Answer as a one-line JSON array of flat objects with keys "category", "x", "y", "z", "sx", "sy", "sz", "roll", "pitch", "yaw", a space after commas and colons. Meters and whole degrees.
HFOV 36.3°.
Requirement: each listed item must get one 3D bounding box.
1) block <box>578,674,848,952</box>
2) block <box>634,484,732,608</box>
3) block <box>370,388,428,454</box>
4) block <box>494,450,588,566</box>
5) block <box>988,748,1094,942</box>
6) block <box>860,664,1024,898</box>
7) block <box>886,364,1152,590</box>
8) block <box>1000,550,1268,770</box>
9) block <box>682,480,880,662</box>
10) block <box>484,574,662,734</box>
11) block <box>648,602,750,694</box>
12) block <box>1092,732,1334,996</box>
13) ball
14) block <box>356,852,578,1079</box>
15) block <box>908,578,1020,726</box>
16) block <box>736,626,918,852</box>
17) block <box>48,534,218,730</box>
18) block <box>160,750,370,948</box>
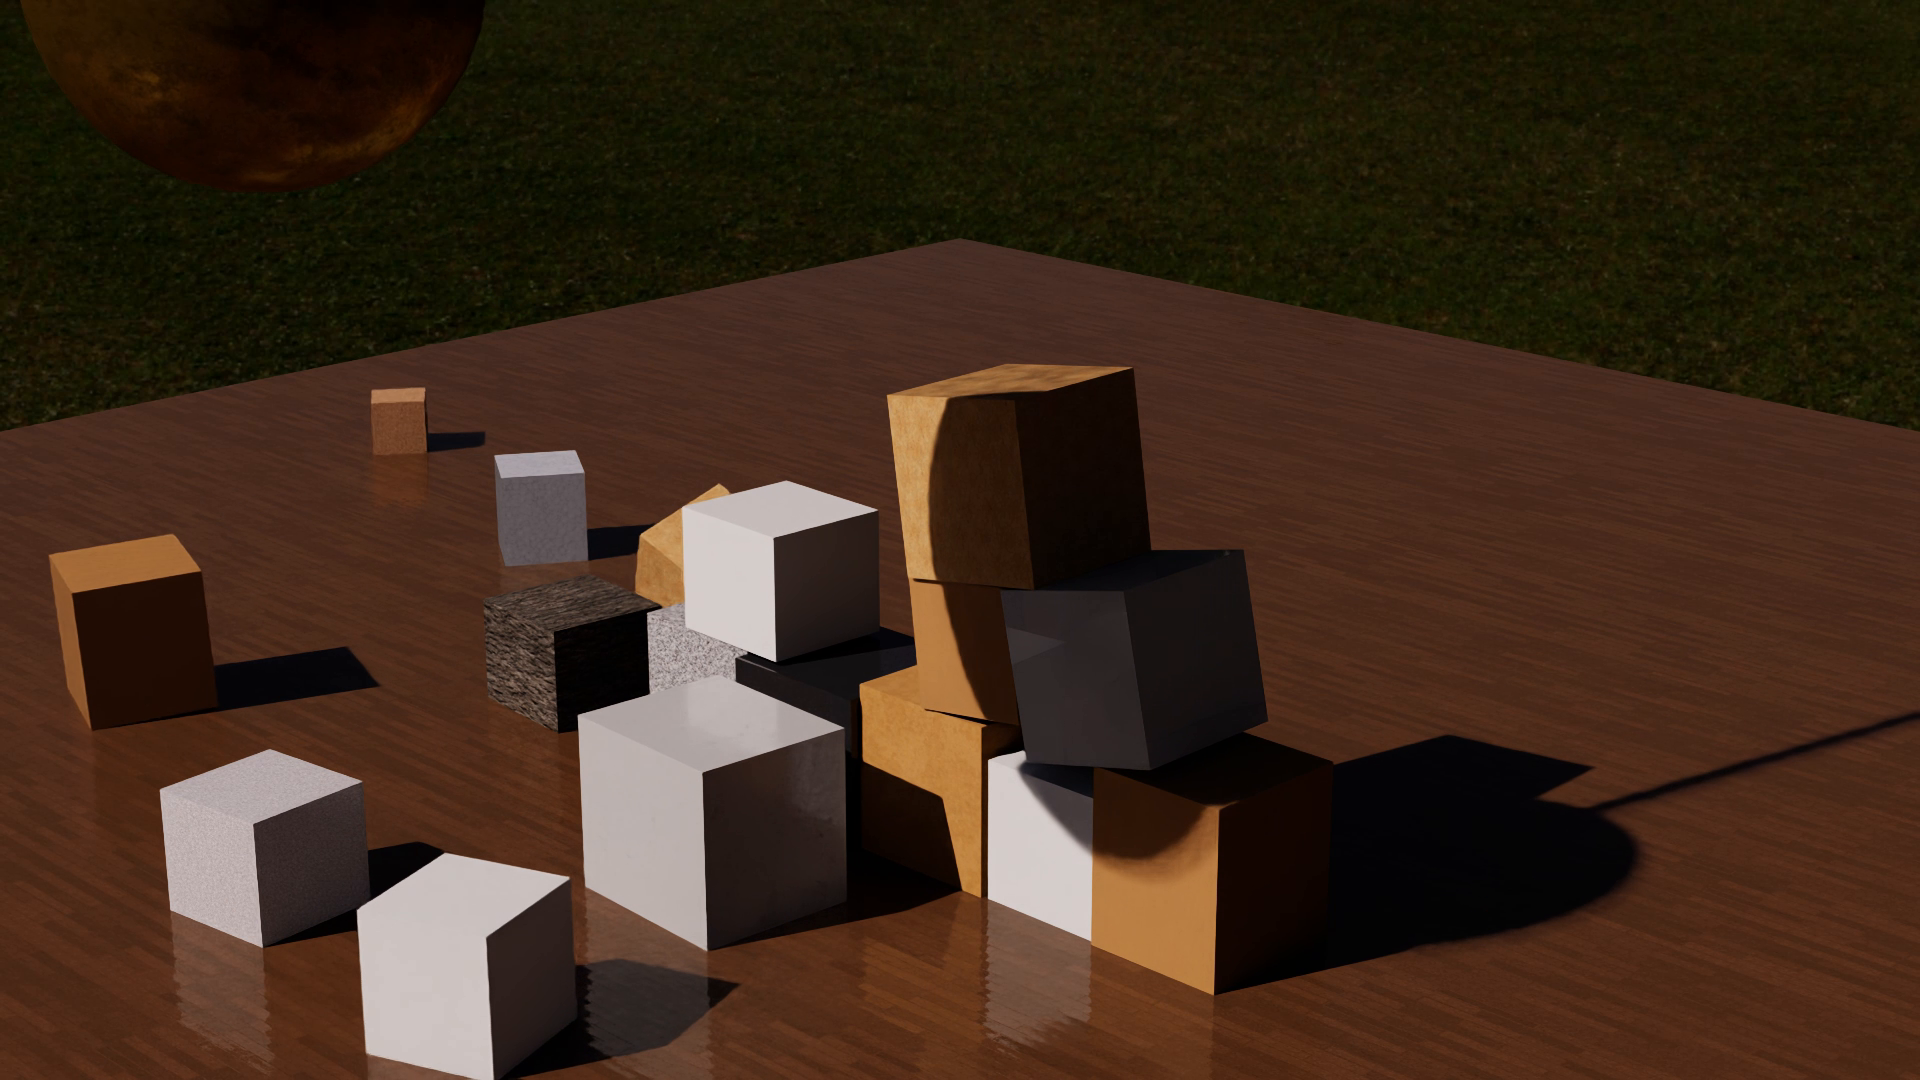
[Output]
[{"category": "block", "x": -1.107, "y": 1.202, "z": 13.134, "sx": 0.786, "sy": 0.831, "sz": 0.919, "roll": -15, "pitch": 23, "yaw": -40}, {"category": "block", "x": -1.285, "y": 0.259, "z": 15.798, "sx": 0.712, "sy": 0.662, "sz": 0.591, "roll": 37, "pitch": 51, "yaw": 23}, {"category": "block", "x": -3.893, "y": -0.826, "z": 20.361, "sx": 0.363, "sy": 0.368, "sz": 0.379, "roll": -3, "pitch": 18, "yaw": -9}, {"category": "block", "x": -2.579, "y": -0.200, "z": 18.046, "sx": 0.502, "sy": 0.560, "sz": 0.517, "roll": -4, "pitch": 18, "yaw": -13}, {"category": "block", "x": 0.610, "y": 1.286, "z": 13.134, "sx": 0.728, "sy": 0.670, "sz": 0.643, "roll": -17, "pitch": 24, "yaw": -42}, {"category": "block", "x": 0.065, "y": 1.064, "z": 13.593, "sx": 0.700, "sy": 0.820, "sz": 0.789, "roll": -17, "pitch": 24, "yaw": -42}, {"category": "block", "x": 0.265, "y": -0.296, "z": 12.952, "sx": 0.766, "sy": 0.824, "sz": 0.775, "roll": 5, "pitch": 16, "yaw": 44}, {"category": "block", "x": 0.759, "y": 0.504, "z": 12.720, "sx": 0.709, "sy": 0.768, "sz": 0.805, "roll": -1, "pitch": 12, "yaw": 45}, {"category": "block", "x": -0.869, "y": 0.142, "z": 14.270, "sx": 0.657, "sy": 0.618, "sz": 0.695, "roll": -16, "pitch": 23, "yaw": -41}, {"category": "block", "x": -2.043, "y": 0.592, "z": 15.532, "sx": 0.667, "sy": 0.557, "sz": 0.691, "roll": -14, "pitch": 22, "yaw": -38}, {"category": "block", "x": -1.044, "y": 0.741, "z": 14.690, "sx": 0.693, "sy": 0.777, "sz": 0.761, "roll": -17, "pitch": 24, "yaw": -42}, {"category": "block", "x": 1.083, "y": 1.353, "z": 12.641, "sx": 0.697, "sy": 0.838, "sz": 0.756, "roll": 17, "pitch": 24, "yaw": 42}, {"category": "ball", "x": -2.439, "y": -2.005, "z": 10.154, "sx": 1.600, "sy": 1.600, "sz": 1.600, "roll": 0, "pitch": 17, "yaw": 0}, {"category": "block", "x": -1.981, "y": 1.716, "z": 11.831, "sx": 0.606, "sy": 0.631, "sz": 0.619, "roll": 8, "pitch": 19, "yaw": 23}, {"category": "block", "x": 0.243, "y": 0.410, "z": 13.165, "sx": 0.593, "sy": 0.617, "sz": 0.671, "roll": 7, "pitch": 17, "yaw": 43}, {"category": "block", "x": -0.501, "y": 0.924, "z": 14.147, "sx": 0.811, "sy": 0.754, "sz": 0.816, "roll": -17, "pitch": 24, "yaw": -42}, {"category": "block", "x": -4.374, "y": 0.478, "z": 15.516, "sx": 0.659, "sy": 0.758, "sz": 0.717, "roll": -11, "pitch": 20, "yaw": -24}, {"category": "block", "x": -3.086, "y": 1.361, "z": 13.045, "sx": 0.635, "sy": 0.581, "sz": 0.612, "roll": 13, "pitch": 22, "yaw": 36}]
